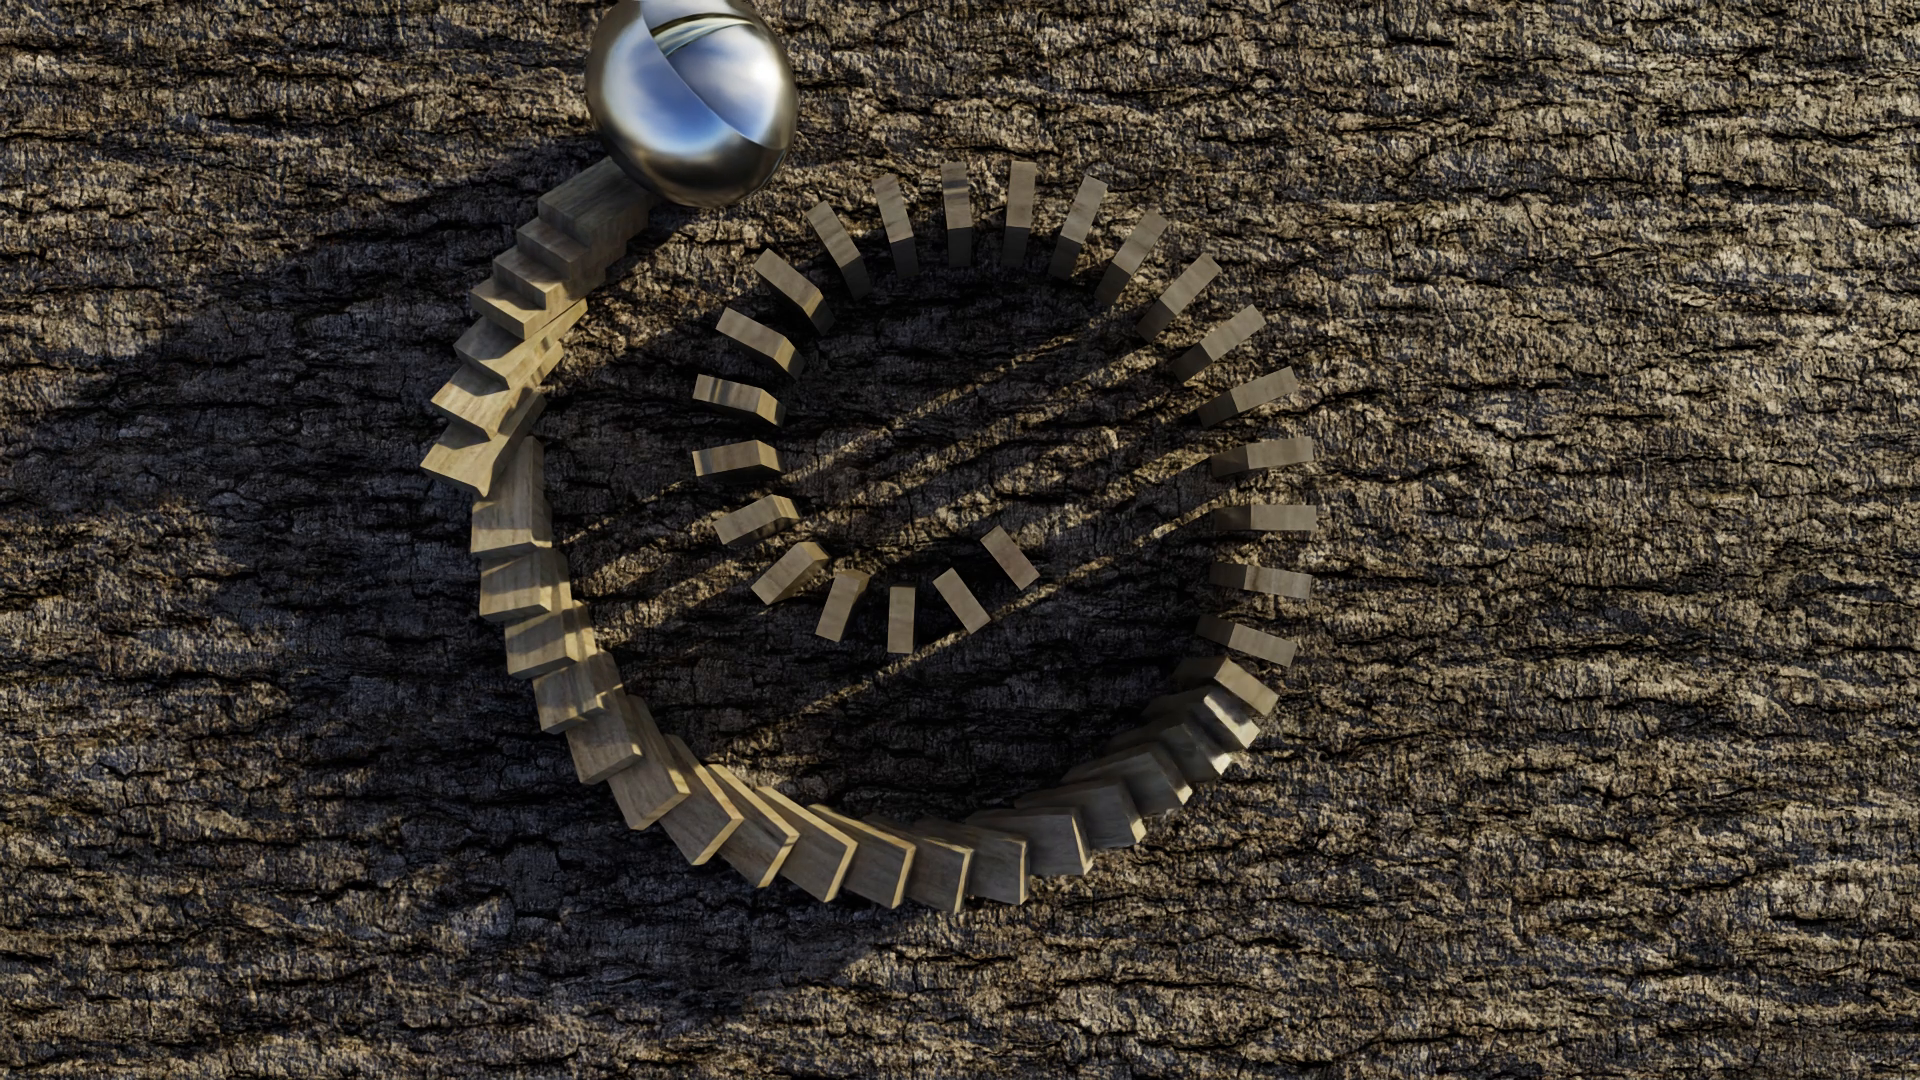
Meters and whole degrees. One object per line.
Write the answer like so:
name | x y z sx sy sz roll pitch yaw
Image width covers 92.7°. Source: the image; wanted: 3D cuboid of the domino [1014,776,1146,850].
domino | 0.049 0.116 0.382 0.050 0.009 0.025 -21 90 34

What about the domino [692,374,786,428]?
domino | -0.089 -0.056 0.375 0.025 0.050 0.010 13 90 0

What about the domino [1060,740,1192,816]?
domino | 0.068 0.102 0.380 0.050 0.010 0.025 -32 90 41

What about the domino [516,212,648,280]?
domino | -0.156 -0.130 0.381 0.025 0.010 0.050 31 51 0

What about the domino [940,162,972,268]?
domino | -0.001 -0.132 0.375 0.009 0.050 0.025 -6 90 0

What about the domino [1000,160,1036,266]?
domino | 0.023 -0.132 0.375 0.010 0.050 0.025 5 90 0

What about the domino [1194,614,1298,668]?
domino | 0.116 0.040 0.375 0.025 0.050 0.010 19 90 0

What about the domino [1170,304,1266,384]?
domino | 0.104 -0.079 0.375 0.025 0.050 0.009 -36 90 0

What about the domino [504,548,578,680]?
domino | -0.177 0.031 0.386 0.025 0.009 0.050 -18 66 0

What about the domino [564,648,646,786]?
domino | -0.153 0.074 0.385 0.025 0.009 0.050 -29 66 0

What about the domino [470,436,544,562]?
domino | -0.190 -0.018 0.386 0.025 0.010 0.050 -10 67 0

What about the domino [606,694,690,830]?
domino | -0.136 0.093 0.385 0.025 0.009 0.050 -37 66 0

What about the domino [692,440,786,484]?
domino | -0.089 -0.031 0.375 0.025 0.050 0.009 -11 90 0

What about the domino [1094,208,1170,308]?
domino | 0.069 -0.114 0.375 0.010 0.050 0.025 35 90 0

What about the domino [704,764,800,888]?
domino | -0.094 0.119 0.386 0.050 0.010 0.025 32 90 24

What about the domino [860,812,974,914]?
domino | -0.020 0.135 0.385 0.050 0.010 0.025 11 90 26

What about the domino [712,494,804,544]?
domino | -0.081 -0.008 0.375 0.025 0.050 0.010 -25 90 0

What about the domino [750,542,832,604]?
domino | -0.068 0.013 0.375 0.025 0.050 0.009 -44 90 0

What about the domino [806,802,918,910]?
domino | -0.045 0.132 0.385 0.050 0.009 0.025 15 90 25

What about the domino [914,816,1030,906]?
domino | 0.004 0.134 0.384 0.050 0.010 0.025 2 90 28

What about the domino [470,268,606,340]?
domino | -0.174 -0.106 0.381 0.025 0.009 0.050 31 51 0

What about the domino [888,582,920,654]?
domino | -0.022 0.031 0.375 0.009 0.050 0.025 3 90 0

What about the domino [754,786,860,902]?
domino | -0.069 0.127 0.385 0.050 0.010 0.025 23 90 24

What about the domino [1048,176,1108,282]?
domino | 0.047 -0.126 0.375 0.009 0.050 0.025 23 90 0

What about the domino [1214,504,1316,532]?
domino | 0.124 -0.009 0.375 0.025 0.050 0.010 1 90 0

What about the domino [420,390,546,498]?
domino | -0.199 -0.045 0.384 0.025 0.009 0.050 20 64 2

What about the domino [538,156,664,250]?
domino | -0.147 -0.142 0.380 0.025 0.009 0.050 32 51 0

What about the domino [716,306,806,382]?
domino | -0.080 -0.079 0.375 0.025 0.050 0.009 27 90 0

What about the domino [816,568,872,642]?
domino | -0.047 0.026 0.375 0.010 0.050 0.025 20 90 0

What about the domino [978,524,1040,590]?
domino | 0.019 0.007 0.375 0.009 0.050 0.025 -39 90 0

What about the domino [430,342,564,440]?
domino | -0.193 -0.068 0.385 0.025 0.010 0.050 27 64 1

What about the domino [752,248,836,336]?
domino | -0.067 -0.100 0.375 0.025 0.050 0.010 39 90 0

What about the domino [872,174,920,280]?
domino | -0.026 -0.127 0.375 0.010 0.050 0.025 -17 90 0

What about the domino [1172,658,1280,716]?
domino | 0.107 0.060 0.375 0.025 0.050 0.009 36 80 0

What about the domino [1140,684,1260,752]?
domino | 0.097 0.075 0.375 0.025 0.050 0.009 47 65 0

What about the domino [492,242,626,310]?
domino | -0.165 -0.118 0.380 0.025 0.009 0.050 32 51 0

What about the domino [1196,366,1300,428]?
domino | 0.116 -0.058 0.375 0.025 0.050 0.009 -21 90 0

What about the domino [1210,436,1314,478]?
domino | 0.122 -0.033 0.375 0.025 0.050 0.009 -8 90 0

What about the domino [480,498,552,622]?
domino | -0.186 0.008 0.386 0.025 0.009 0.050 -11 66 0

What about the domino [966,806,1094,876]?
domino | 0.028 0.126 0.383 0.050 0.010 0.025 -13 90 30

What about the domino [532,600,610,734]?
domino | -0.166 0.053 0.386 0.025 0.010 0.050 -23 66 0

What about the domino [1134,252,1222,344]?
domino | 0.088 -0.098 0.375 0.009 0.050 0.025 44 90 0

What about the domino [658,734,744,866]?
domino | -0.116 0.108 0.385 0.050 0.010 0.025 42 90 25

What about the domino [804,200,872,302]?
domino | -0.049 -0.117 0.375 0.009 0.050 0.025 -32 90 0

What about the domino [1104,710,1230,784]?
domino | 0.084 0.088 0.377 0.010 0.050 0.025 -38 90 -38

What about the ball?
ball | -0.104 -0.173 0.360 0.080 0.080 0.080 0 90 0

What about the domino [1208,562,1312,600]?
domino | 0.121 0.016 0.375 0.025 0.050 0.009 9 90 0

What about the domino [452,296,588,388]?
domino | -0.184 -0.090 0.385 0.025 0.010 0.050 31 64 0

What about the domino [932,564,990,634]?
domino | 0.001 0.023 0.375 0.010 0.050 0.025 -36 90 0
